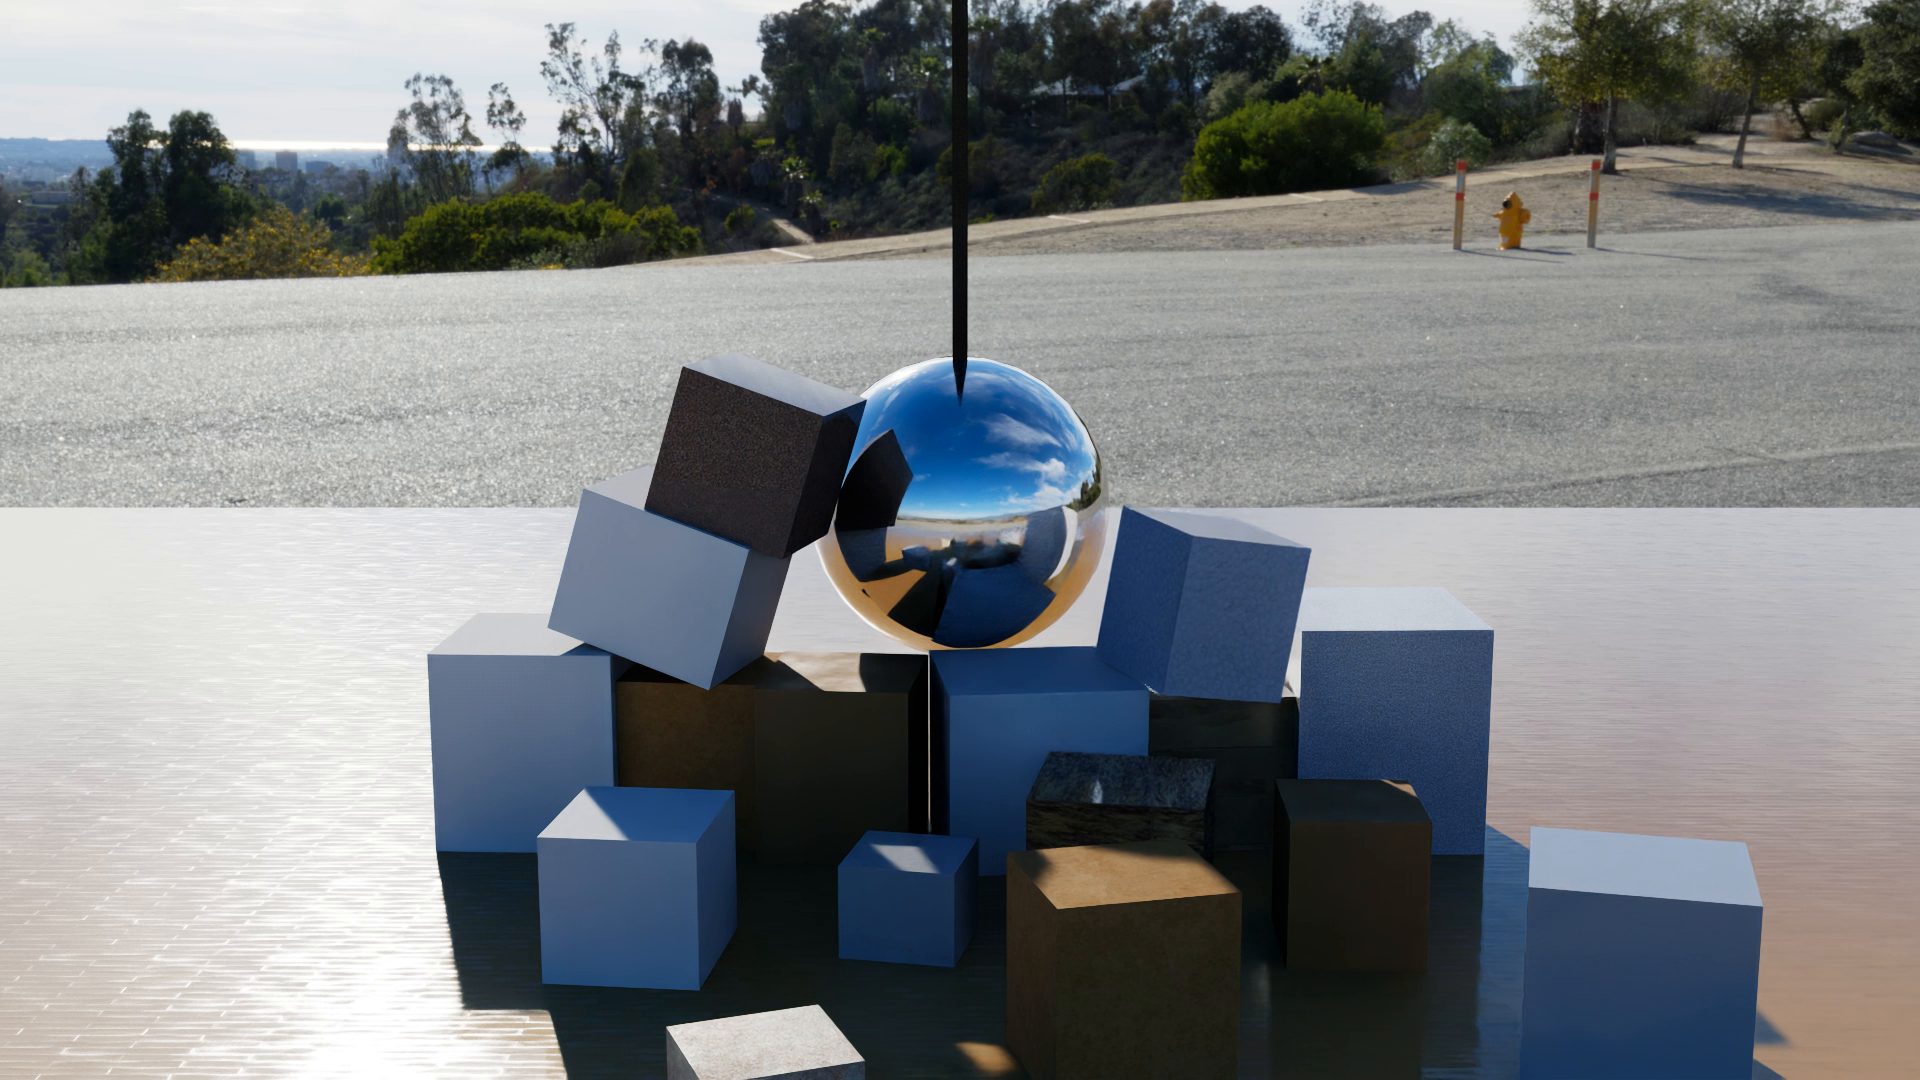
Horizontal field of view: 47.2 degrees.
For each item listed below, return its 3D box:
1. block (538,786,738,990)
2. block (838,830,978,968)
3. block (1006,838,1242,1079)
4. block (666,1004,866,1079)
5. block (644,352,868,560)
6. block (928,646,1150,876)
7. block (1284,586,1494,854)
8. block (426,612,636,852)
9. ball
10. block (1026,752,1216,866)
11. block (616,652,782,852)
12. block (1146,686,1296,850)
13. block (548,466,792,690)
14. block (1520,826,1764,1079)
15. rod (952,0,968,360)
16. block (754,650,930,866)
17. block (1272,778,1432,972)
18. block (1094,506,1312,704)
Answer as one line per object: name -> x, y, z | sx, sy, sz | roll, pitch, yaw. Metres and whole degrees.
block -> -1.383, 1.495, 9.545 | 0.676, 0.644, 0.746 | 1, 10, 6
block -> -0.221, 1.578, 9.722 | 0.514, 0.417, 0.516 | 2, 11, 12
block -> 0.610, 1.637, 8.389 | 0.712, 0.777, 0.661 | -3, 11, -15
block -> -0.654, 1.942, 7.369 | 0.540, 0.542, 0.508 | -4, 11, -21
block -> -1.002, -0.432, 10.890 | 0.741, 0.734, 0.714 | 20, 14, 10
block -> 0.375, 1.089, 11.061 | 0.965, 0.901, 0.963 | -1, 10, -7
block -> 2.125, 0.910, 11.358 | 0.944, 1.145, 1.054 | 0, 10, -2
block -> -2.149, 0.976, 11.370 | 0.907, 1.012, 0.970 | 0, 10, 2
ball -> 0.000, -0.178, 11.710 | 1.600, 1.600, 1.600 | 0, 10, 0
block -> 0.736, 1.406, 9.934 | 0.774, 0.679, 0.779 | 2, 10, 10
block -> -1.310, 1.067, 11.306 | 0.734, 0.855, 0.709 | 1, 10, 6
block -> 1.237, 1.102, 11.309 | 0.783, 0.786, 0.759 | -1, 10, -6
block -> -1.431, 0.173, 11.114 | 0.890, 0.743, 0.788 | 20, 14, 11
block -> 2.554, 1.623, 8.326 | 0.805, 0.827, 0.743 | 3, 11, 15
rod -> 0.000, -3.453, 10.796 | 0.080, 5.200, 0.080 | 0, 16, 0
block -> -0.582, 1.091, 11.100 | 0.755, 0.882, 0.817 | 1, 10, 6
block -> 1.708, 1.463, 9.666 | 0.596, 0.664, 0.634 | 0, 10, 2
block -> 1.194, 0.315, 10.904 | 0.672, 0.782, 0.711 | 6, 10, -25
